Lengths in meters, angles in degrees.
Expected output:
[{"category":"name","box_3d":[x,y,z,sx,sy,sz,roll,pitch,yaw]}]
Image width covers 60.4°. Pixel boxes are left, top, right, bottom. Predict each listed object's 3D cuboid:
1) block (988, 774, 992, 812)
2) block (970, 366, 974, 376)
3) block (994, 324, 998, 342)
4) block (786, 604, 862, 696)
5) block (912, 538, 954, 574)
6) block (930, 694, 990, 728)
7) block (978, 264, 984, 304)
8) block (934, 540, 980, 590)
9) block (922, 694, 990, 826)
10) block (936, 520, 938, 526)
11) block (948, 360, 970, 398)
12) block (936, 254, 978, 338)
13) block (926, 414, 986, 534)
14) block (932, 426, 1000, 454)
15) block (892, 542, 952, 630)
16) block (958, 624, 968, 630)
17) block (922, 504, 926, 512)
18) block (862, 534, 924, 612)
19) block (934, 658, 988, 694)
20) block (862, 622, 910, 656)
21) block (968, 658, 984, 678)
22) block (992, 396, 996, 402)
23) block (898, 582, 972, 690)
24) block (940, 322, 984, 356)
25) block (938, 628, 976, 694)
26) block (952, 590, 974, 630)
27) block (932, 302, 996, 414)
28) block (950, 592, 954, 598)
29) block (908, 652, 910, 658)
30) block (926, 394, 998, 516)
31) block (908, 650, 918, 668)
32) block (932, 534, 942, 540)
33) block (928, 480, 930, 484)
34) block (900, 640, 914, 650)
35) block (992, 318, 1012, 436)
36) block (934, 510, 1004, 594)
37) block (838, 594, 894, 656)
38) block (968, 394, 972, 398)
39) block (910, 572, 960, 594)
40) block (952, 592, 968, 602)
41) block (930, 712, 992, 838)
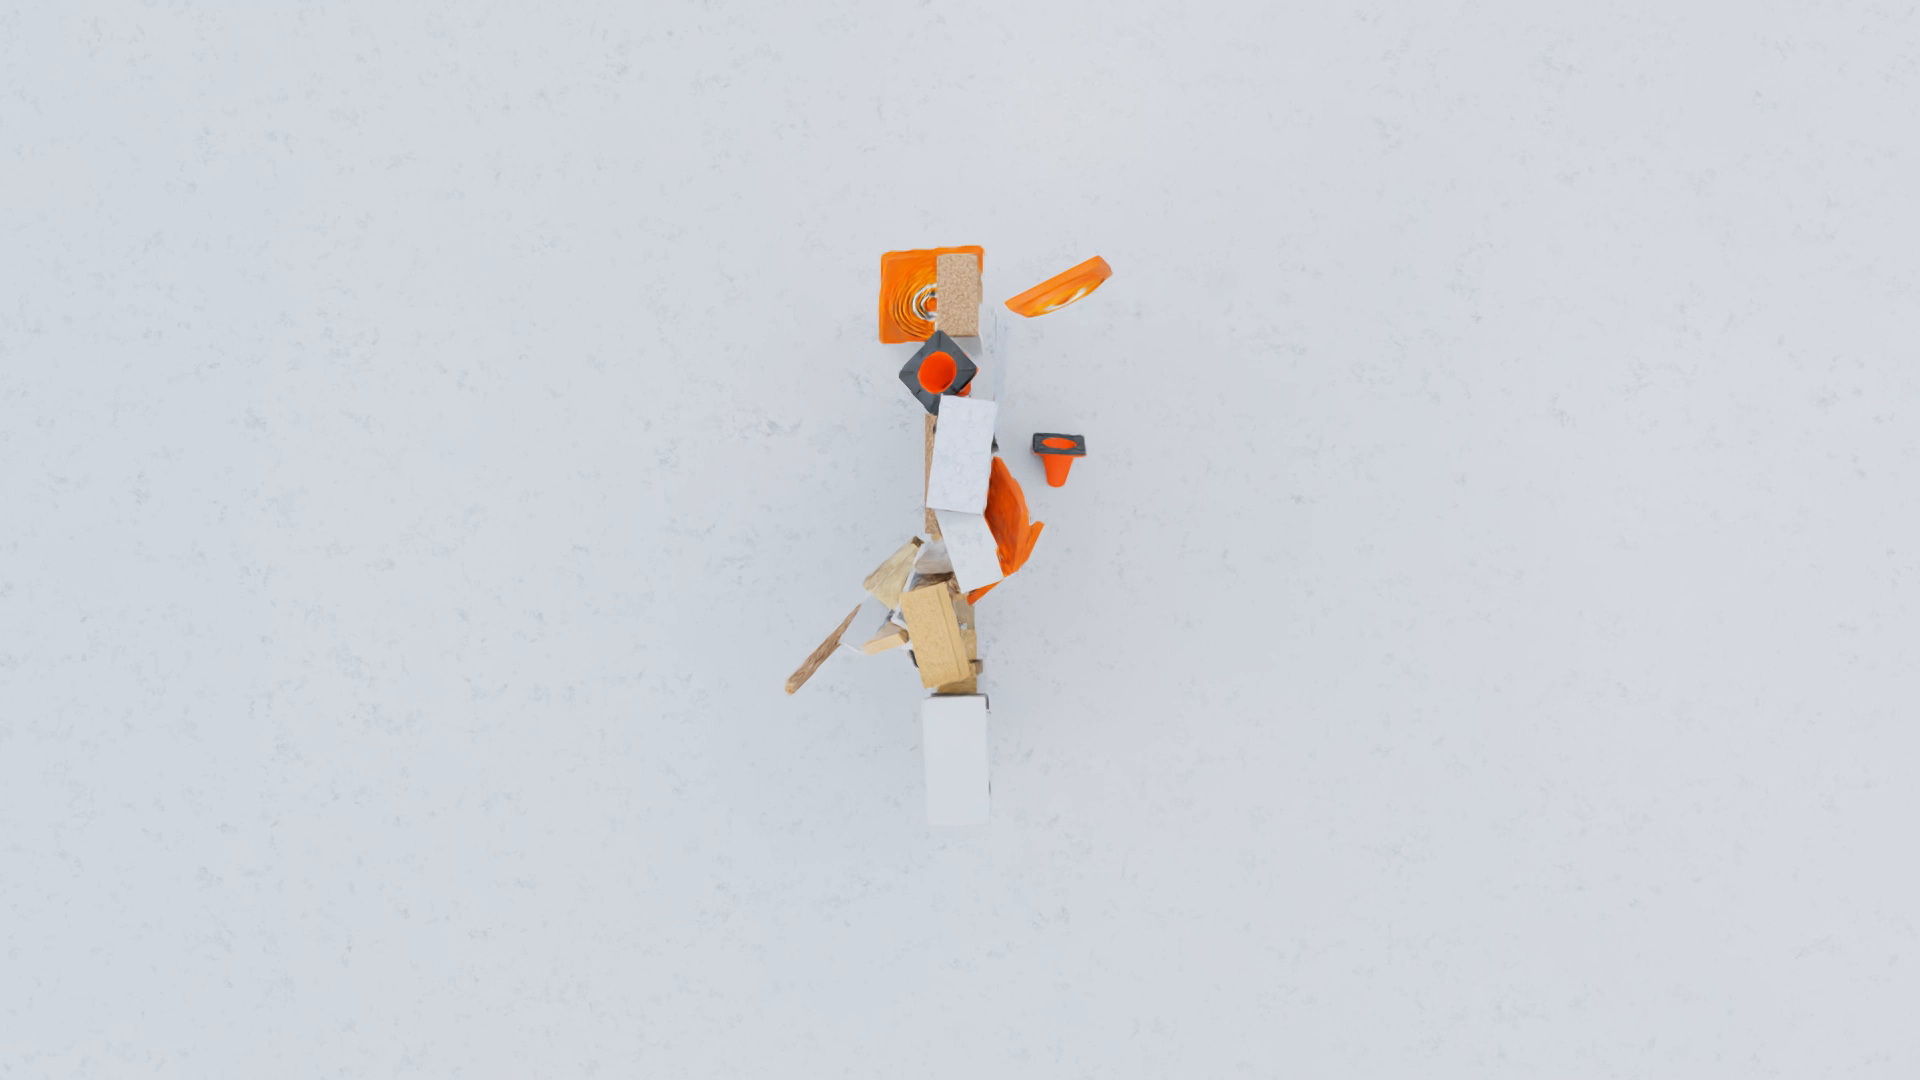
[{"category":"block","box_3d":[0.000,0.648,4.235,0.155,0.311,0.044,0,90,0]},{"category":"block","box_3d":[0.004,-0.461,4.479,0.055,0.111,0.016,3,90,4]},{"category":"block","box_3d":[0.023,-0.607,4.741,0.163,0.327,0.046,1,92,2]},{"category":"block","box_3d":[-0.410,0.335,5.042,0.027,0.095,0.337,39,65,8]},{"category":"block","box_3d":[-0.026,0.037,4.274,0.109,0.419,0.031,-44,99,-13]},{"category":"block","box_3d":[-0.003,0.441,4.300,0.155,0.444,0.044,0,90,0]},{"category":"block","box_3d":[0.004,-0.686,4.426,0.106,0.212,0.030,0,77,4]},{"category":"block","box_3d":[-0.007,0.004,4.977,0.145,0.041,0.290,2,89,0]},{"category":"block","box_3d":[-0.010,0.541,4.057,0.155,0.044,0.311,-2,90,0]},{"category":"block","box_3d":[-0.003,-0.054,4.145,0.109,0.219,0.031,-3,89,0]},{"category":"block","box_3d":[-0.004,-0.423,4.417,0.055,0.016,0.111,4,91,5]},{"category":"block","box_3d":[-0.006,-0.638,4.304,0.106,0.030,0.212,-1,89,4]},{"category":"block","box_3d":[-0.012,-0.170,4.277,0.155,0.044,0.310,0,90,0]},{"category":"block","box_3d":[0.012,-0.253,4.120,0.136,0.273,0.039,-19,109,0]},{"category":"block","box_3d":[-0.089,0.141,4.517,0.124,0.035,0.248,32,61,-20]},{"category":"block","box_3d":[-0.044,0.286,5.196,0.079,0.158,0.022,-9,89,25]},{"category":"block","box_3d":[-0.018,-0.101,4.454,0.155,0.310,0.044,-28,88,0]},{"category":"block","box_3d":[-0.157,0.097,4.676,0.124,0.035,0.248,39,130,-12]},{"category":"block","box_3d":[0.002,0.497,4.790,0.155,0.044,0.310,0,90,0]},{"category":"block","box_3d":[-0.173,0.257,4.613,0.124,0.248,0.035,-39,98,-29]},{"category":"block","box_3d":[-0.010,0.345,4.355,0.124,0.314,0.035,-9,87,4]},{"category":"block","box_3d":[0.015,-0.401,4.750,0.163,0.327,0.046,10,97,1]},{"category":"block","box_3d":[-0.062,0.241,4.182,0.124,0.035,0.247,-15,90,4]},{"category":"block","box_3d":[0.004,-0.543,4.425,0.106,0.212,0.030,0,78,5]},{"category":"block","box_3d":[-0.009,0.353,4.533,0.107,0.030,0.214,-1,94,0]},{"category":"block","box_3d":[-0.003,0.246,5.298,0.094,0.027,0.189,0,90,0]},{"category":"block","box_3d":[0.012,-0.490,4.558,0.163,0.046,0.327,2,92,2]},{"category":"block","box_3d":[-0.043,0.096,4.865,0.095,0.190,0.027,2,133,21]},{"category":"block","box_3d":[-0.103,0.330,5.041,0.068,0.135,0.019,-1,104,23]},{"category":"block","box_3d":[0.004,-0.204,3.963,0.136,0.039,0.273,8,88,1]},{"category":"block","box_3d":[-0.128,0.307,4.949,0.068,0.019,0.135,-23,93,-17]},{"category":"block","box_3d":[-0.005,-0.155,4.631,0.152,0.043,0.304,0,90,0]},{"category":"block","box_3d":[-0.006,-0.134,4.118,0.136,0.273,0.039,-2,92,0]},{"category":"block","box_3d":[-0.071,0.290,4.749,0.107,0.396,0.030,-9,88,-17]},{"category":"block","box_3d":[0.050,-0.495,4.942,0.173,0.049,0.347,6,93,-4]},{"category":"block","box_3d":[0.022,0.009,4.022,0.109,0.031,0.219,-18,93,1]},{"category":"block","box_3d":[-0.262,0.240,4.815,0.095,0.027,0.190,20,67,32]},{"category":"block","box_3d":[-0.001,-0.387,4.481,0.055,0.111,0.016,3,91,5]},{"category":"block","box_3d":[-0.052,0.109,4.363,0.035,0.248,0.124,43,55,-14]},{"category":"block","box_3d":[-0.048,0.186,5.196,0.079,0.158,0.022,-11,91,26]},{"category":"block","box_3d":[0.003,0.630,4.414,0.166,0.047,0.331,0,90,0]}]
